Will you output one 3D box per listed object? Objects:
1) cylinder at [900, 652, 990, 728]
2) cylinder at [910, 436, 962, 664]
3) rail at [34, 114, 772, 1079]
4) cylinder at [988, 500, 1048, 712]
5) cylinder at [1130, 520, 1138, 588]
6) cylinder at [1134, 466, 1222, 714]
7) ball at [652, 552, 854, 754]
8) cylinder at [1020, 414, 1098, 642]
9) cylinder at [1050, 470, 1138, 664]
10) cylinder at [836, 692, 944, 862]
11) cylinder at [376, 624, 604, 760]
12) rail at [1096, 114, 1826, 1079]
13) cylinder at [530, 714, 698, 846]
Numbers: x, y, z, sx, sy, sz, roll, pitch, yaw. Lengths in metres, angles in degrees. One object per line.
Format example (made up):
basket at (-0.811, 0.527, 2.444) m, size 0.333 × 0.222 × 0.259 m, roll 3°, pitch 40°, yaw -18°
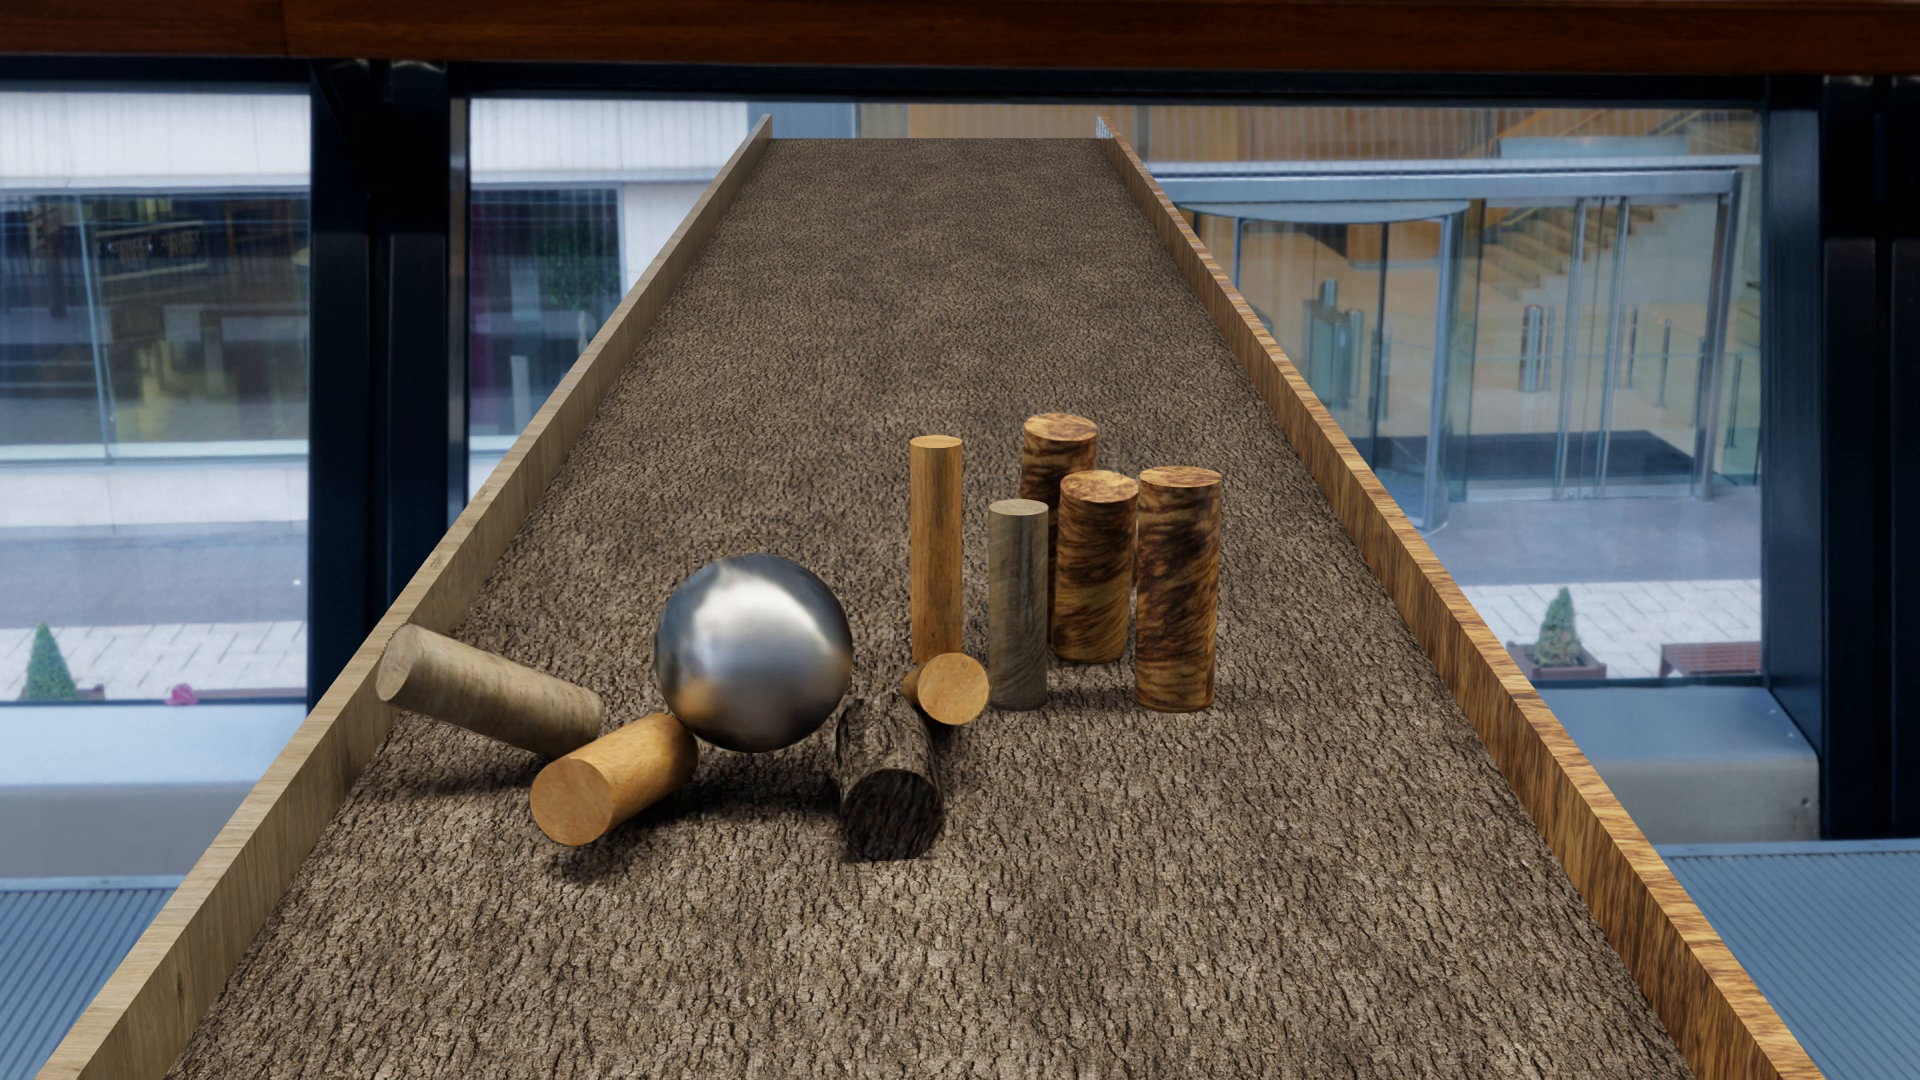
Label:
cylinder at (-0.030, 0.269, 3.896) m, size 0.123 × 0.123 × 0.344 m, roll -2°, pitch -6°, yaw -7°
cylinder at (-0.047, 0.024, 4.357) m, size 0.102 × 0.450 × 0.102 m, roll 0°, pitch 17°, yaw 0°
rail at (-1.118, -0.838, 7.780) m, size 0.050 × 0.150 × 12.000 m, roll 0°, pitch 17°, yaw -1°
cylinder at (0.109, 0.123, 4.138) m, size 0.111 × 0.384 × 0.111 m, roll 0°, pitch 17°, yaw 0°
cylinder at (0.330, 0.040, 4.599) m, size 0.378 × 0.130 × 0.130 m, roll -20°, pitch 2°, yaw 37°
cylinder at (0.409, 0.093, 4.141) m, size 0.153 × 0.440 × 0.153 m, roll 0°, pitch 17°, yaw 0°
ball at (-0.350, 0.191, 3.729) m, size 0.339 × 0.339 × 0.339 m, roll 0°, pitch 17°, yaw 0°
cylinder at (0.190, -0.023, 4.486) m, size 0.148 × 0.448 × 0.148 m, roll 3°, pitch 25°, yaw -1°
cylinder at (0.267, 0.055, 4.380) m, size 0.154 × 0.357 × 0.154 m, roll 2°, pitch 26°, yaw -1°
cylinder at (-0.120, 0.386, 3.626) m, size 0.162 × 0.162 × 0.311 m, roll -1°, pitch 19°, yaw -5°
cylinder at (-0.807, 0.269, 3.791) m, size 0.364 × 0.137 × 0.137 m, roll 25°, pitch 1°, yaw -33°
rail at (0.932, -0.844, 7.801) m, size 0.050 × 0.150 × 12.000 m, roll 0°, pitch 17°, yaw -1°
cylinder at (-0.555, 0.384, 3.575) m, size 0.137 × 0.137 × 0.383 m, roll 4°, pitch 7°, yaw 13°
